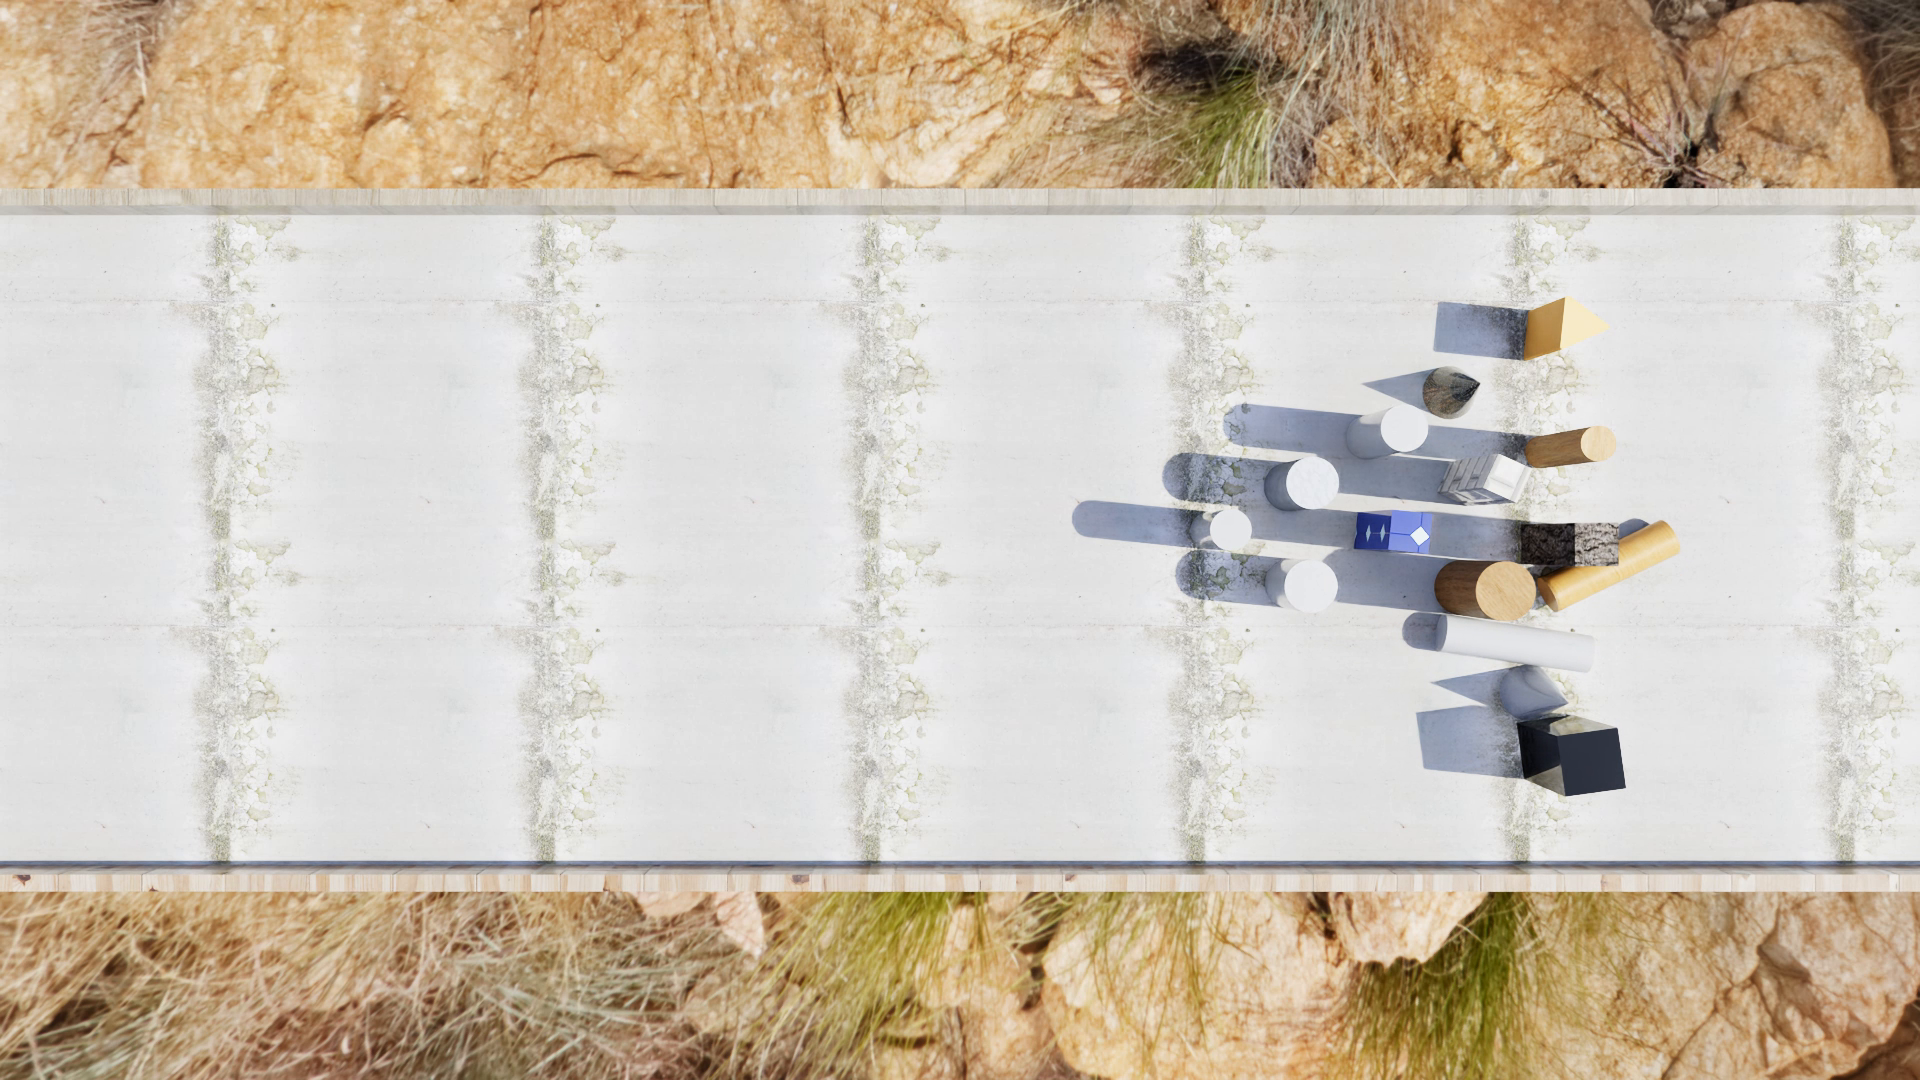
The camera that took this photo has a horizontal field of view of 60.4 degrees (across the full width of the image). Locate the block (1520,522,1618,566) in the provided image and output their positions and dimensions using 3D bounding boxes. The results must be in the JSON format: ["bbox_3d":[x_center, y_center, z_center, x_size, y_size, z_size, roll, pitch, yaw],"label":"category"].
[{"bbox_3d":[1.788,0.013,4.853,0.123,0.446,0.123,0,90,0],"label":"block"}]

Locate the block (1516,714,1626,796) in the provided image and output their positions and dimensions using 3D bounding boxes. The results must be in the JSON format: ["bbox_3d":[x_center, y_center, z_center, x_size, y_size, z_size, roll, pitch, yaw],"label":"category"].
[{"bbox_3d":[1.812,0.637,4.904,0.176,0.346,0.176,-8,90,0],"label":"block"}]

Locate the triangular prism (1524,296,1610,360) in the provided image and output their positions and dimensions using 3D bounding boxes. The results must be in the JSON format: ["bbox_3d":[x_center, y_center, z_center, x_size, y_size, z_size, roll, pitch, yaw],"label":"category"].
[{"bbox_3d":[1.781,-0.645,4.921,0.154,0.311,0.134,-24,90,0],"label":"triangular prism"}]

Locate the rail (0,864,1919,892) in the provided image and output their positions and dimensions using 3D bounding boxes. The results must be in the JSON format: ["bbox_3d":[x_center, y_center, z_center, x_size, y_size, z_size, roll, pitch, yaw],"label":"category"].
[{"bbox_3d":[-2.247,1.025,5.001,12.000,0.150,0.050,0,90,0],"label":"rail"}]

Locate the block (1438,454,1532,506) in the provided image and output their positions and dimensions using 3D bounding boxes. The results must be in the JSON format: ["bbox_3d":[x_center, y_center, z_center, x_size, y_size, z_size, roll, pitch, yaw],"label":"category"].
[{"bbox_3d":[1.536,-0.173,4.852,0.104,0.449,0.104,24,90,0],"label":"block"}]

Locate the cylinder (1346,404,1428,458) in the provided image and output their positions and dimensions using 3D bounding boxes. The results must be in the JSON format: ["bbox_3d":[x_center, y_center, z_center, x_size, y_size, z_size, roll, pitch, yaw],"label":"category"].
[{"bbox_3d":[1.254,-0.316,4.865,0.133,0.423,0.133,0,90,0],"label":"cylinder"}]

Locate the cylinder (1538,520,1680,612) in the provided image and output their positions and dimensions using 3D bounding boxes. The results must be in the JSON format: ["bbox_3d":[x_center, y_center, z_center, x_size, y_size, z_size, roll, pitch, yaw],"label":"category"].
[{"bbox_3d":[1.973,0.079,5.018,0.409,0.117,0.117,-26,90,0],"label":"cylinder"}]

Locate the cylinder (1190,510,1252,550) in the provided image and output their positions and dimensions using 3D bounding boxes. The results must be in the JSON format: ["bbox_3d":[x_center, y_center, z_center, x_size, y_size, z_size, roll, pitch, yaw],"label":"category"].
[{"bbox_3d":[0.767,-0.029,4.873,0.118,0.407,0.118,0,90,0],"label":"cylinder"}]

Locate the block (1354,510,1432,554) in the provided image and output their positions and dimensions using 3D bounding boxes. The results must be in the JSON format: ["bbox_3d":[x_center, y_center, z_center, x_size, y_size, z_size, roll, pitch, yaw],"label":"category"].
[{"bbox_3d":[1.275,-0.024,4.872,0.114,0.408,0.114,6,90,0],"label":"block"}]

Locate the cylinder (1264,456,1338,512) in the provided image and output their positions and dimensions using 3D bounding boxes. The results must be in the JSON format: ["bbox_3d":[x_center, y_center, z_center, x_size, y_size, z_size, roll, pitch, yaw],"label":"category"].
[{"bbox_3d":[1.010,-0.164,4.901,0.151,0.350,0.151,0,90,0],"label":"cylinder"}]

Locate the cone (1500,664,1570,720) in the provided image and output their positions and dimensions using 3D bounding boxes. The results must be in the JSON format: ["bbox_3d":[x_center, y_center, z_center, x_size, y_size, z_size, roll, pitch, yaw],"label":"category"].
[{"bbox_3d":[1.749,0.469,4.905,0.172,0.343,0.172,0,90,0],"label":"cone"}]

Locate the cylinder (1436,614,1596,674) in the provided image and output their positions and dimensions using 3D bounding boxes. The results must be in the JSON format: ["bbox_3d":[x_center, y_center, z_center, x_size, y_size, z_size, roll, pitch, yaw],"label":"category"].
[{"bbox_3d":[1.688,0.315,5.018,0.451,0.117,0.117,8,90,0],"label":"cylinder"}]

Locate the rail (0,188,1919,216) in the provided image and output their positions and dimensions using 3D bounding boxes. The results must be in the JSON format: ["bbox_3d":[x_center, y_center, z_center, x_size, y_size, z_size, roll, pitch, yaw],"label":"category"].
[{"bbox_3d":[-2.247,-1.025,5.002,12.000,0.150,0.050,0,90,0],"label":"rail"}]

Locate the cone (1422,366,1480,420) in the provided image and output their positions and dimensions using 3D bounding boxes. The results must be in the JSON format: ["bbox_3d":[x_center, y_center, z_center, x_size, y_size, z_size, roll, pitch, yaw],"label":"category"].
[{"bbox_3d":[1.506,-0.453,4.922,0.165,0.309,0.165,0,90,0],"label":"cone"}]

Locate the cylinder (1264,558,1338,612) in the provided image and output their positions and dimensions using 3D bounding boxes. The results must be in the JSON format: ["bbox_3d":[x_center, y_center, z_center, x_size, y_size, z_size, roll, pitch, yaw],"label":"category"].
[{"bbox_3d":[1.015,0.134,4.922,0.154,0.308,0.154,0,90,0],"label":"cylinder"}]

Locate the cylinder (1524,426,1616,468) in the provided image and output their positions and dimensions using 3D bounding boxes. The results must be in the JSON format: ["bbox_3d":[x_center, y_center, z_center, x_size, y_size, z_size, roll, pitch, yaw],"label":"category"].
[{"bbox_3d":[1.789,-0.270,4.847,0.100,0.458,0.100,0,90,0],"label":"cylinder"}]

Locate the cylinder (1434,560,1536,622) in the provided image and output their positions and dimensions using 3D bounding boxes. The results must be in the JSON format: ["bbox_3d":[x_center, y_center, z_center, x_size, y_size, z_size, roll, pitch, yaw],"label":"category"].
[{"bbox_3d":[1.546,0.146,4.876,0.171,0.400,0.171,0,90,0],"label":"cylinder"}]
